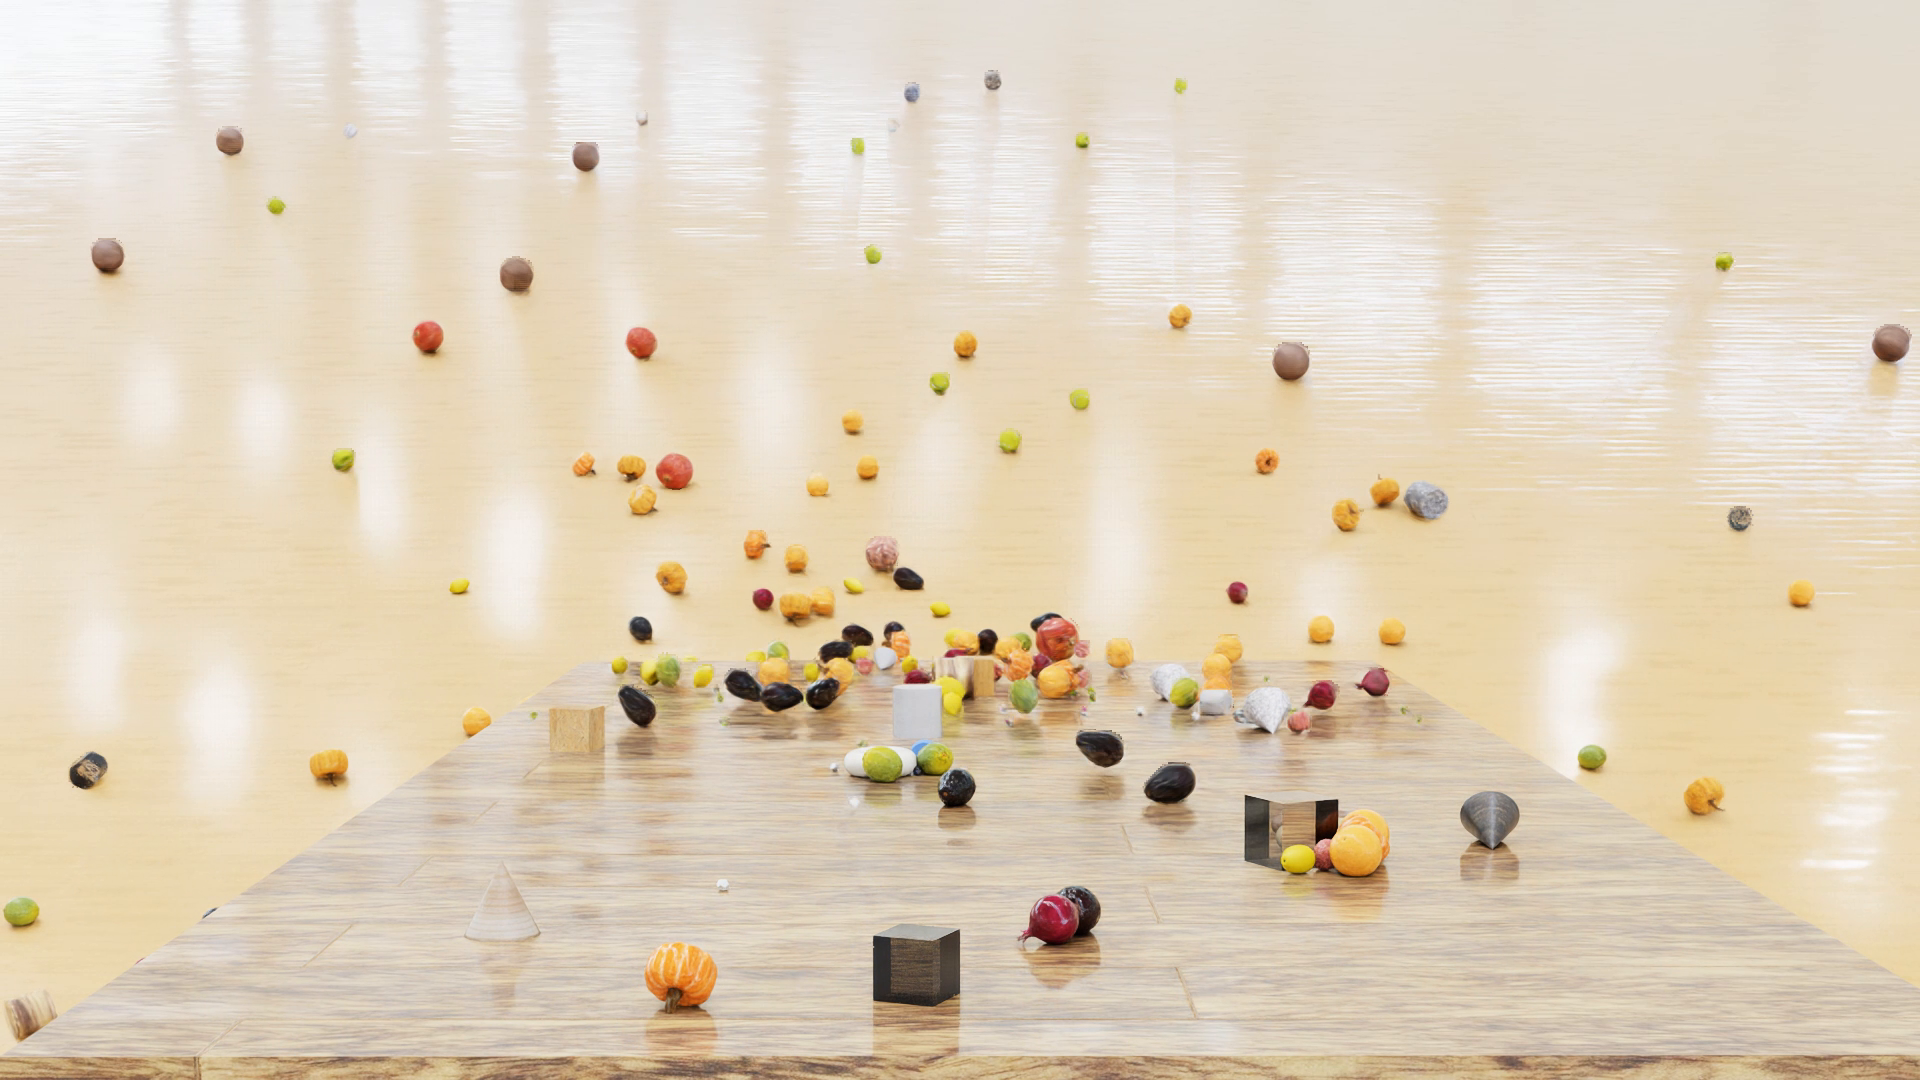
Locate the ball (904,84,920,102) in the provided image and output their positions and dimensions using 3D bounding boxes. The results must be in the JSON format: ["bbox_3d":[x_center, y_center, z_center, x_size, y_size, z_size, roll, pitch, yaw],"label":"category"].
[{"bbox_3d":[-0.245,-2.287,13.154,0.087,0.087,0.087,0,22,0],"label":"ball"}]

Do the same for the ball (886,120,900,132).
[{"bbox_3d":[-0.326,-2.010,12.499,0.060,0.060,0.060,0,22,0],"label":"ball"}]

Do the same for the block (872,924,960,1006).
[{"bbox_3d":[-0.047,0.460,2.785,0.071,0.071,0.071,1,3,24],"label":"block"}]

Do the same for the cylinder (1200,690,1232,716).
[{"bbox_3d":[0.533,0.339,5.370,0.051,0.051,0.051,1,20,27],"label":"cylinder"}]

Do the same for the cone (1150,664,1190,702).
[{"bbox_3d":[0.460,0.332,5.626,0.088,0.088,0.088,1,30,3],"label":"cone"}]

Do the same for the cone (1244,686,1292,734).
[{"bbox_3d":[0.614,0.357,5.092,0.096,0.096,0.096,0,30,-1],"label":"cone"}]

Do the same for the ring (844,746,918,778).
[{"bbox_3d":[-0.139,0.388,4.492,0.129,0.043,0.129,-1,4,0],"label":"ring"}]

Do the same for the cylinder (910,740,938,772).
[{"bbox_3d":[-0.063,0.381,4.551,0.051,0.051,0.051,0,3,0],"label":"cylinder"}]

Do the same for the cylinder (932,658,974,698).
[{"bbox_3d":[-0.015,0.304,5.693,0.088,0.088,0.088,1,22,-4],"label":"cylinder"}]

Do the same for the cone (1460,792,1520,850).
[{"bbox_3d":[0.775,0.427,3.752,0.086,0.086,0.086,3,30,7],"label":"cone"}]

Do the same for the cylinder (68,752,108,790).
[{"bbox_3d":[-2.065,0.546,6.094,0.065,0.065,0.065,4,22,9],"label":"cylinder"}]

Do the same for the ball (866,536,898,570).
[{"bbox_3d":[-0.222,0.039,7.324,0.095,0.095,0.095,0,22,0],"label":"ball"}]

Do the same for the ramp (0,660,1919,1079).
[{"bbox_3d":[0.050,0.457,4.533,2.000,0.100,4.000,0,3,0],"label":"ramp"}]

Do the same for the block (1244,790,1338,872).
[{"bbox_3d":[0.464,0.407,3.605,0.094,0.094,0.094,-2,3,-27],"label":"block"}]

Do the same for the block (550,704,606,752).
[{"bbox_3d":[-0.719,0.353,4.830,0.079,0.079,0.079,1,3,14],"label":"block"}]

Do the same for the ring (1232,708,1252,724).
[{"bbox_3d":[0.597,0.357,5.239,0.083,0.028,0.083,-1,2,0],"label":"ring"}]

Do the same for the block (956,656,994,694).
[{"bbox_3d":[0.033,0.304,5.780,0.080,0.080,0.080,0,3,-3],"label":"block"}]

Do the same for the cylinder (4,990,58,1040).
[{"bbox_3d":[-1.840,0.940,5.092,0.079,0.079,0.079,-15,27,-34],"label":"cylinder"}]

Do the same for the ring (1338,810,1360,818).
[{"bbox_3d":[0.558,0.425,3.868,0.092,0.031,0.092,0,1,0],"label":"ring"}]

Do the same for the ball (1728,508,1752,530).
[{"bbox_3d":[2.307,-0.061,7.609,0.068,0.068,0.068,0,22,0],"label":"ball"}]

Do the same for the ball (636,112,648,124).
[{"bbox_3d":[-1.566,-2.074,12.656,0.062,0.062,0.062,0,22,0],"label":"ball"}]

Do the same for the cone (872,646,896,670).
[{"bbox_3d":[-0.190,0.304,6.303,0.060,0.060,0.060,2,37,5],"label":"cone"}]

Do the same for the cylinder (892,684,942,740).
[{"bbox_3d":[-0.083,0.334,5.017,0.097,0.097,0.097,0,3,0],"label":"cylinder"}]

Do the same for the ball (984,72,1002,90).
[{"bbox_3d":[0.171,-2.394,13.416,0.093,0.093,0.093,0,22,0],"label":"ball"}]

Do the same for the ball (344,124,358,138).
[{"bbox_3d":[-2.938,-1.971,12.392,0.066,0.066,0.066,0,22,0],"label":"ball"}]

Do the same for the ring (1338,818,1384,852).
[{"bbox_3d":[0.560,0.428,3.739,0.114,0.038,0.114,0,1,0],"label":"ring"}]

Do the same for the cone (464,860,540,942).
[{"bbox_3d":[-0.556,0.433,3.119,0.092,0.092,0.092,0,3,0],"label":"cone"}]
